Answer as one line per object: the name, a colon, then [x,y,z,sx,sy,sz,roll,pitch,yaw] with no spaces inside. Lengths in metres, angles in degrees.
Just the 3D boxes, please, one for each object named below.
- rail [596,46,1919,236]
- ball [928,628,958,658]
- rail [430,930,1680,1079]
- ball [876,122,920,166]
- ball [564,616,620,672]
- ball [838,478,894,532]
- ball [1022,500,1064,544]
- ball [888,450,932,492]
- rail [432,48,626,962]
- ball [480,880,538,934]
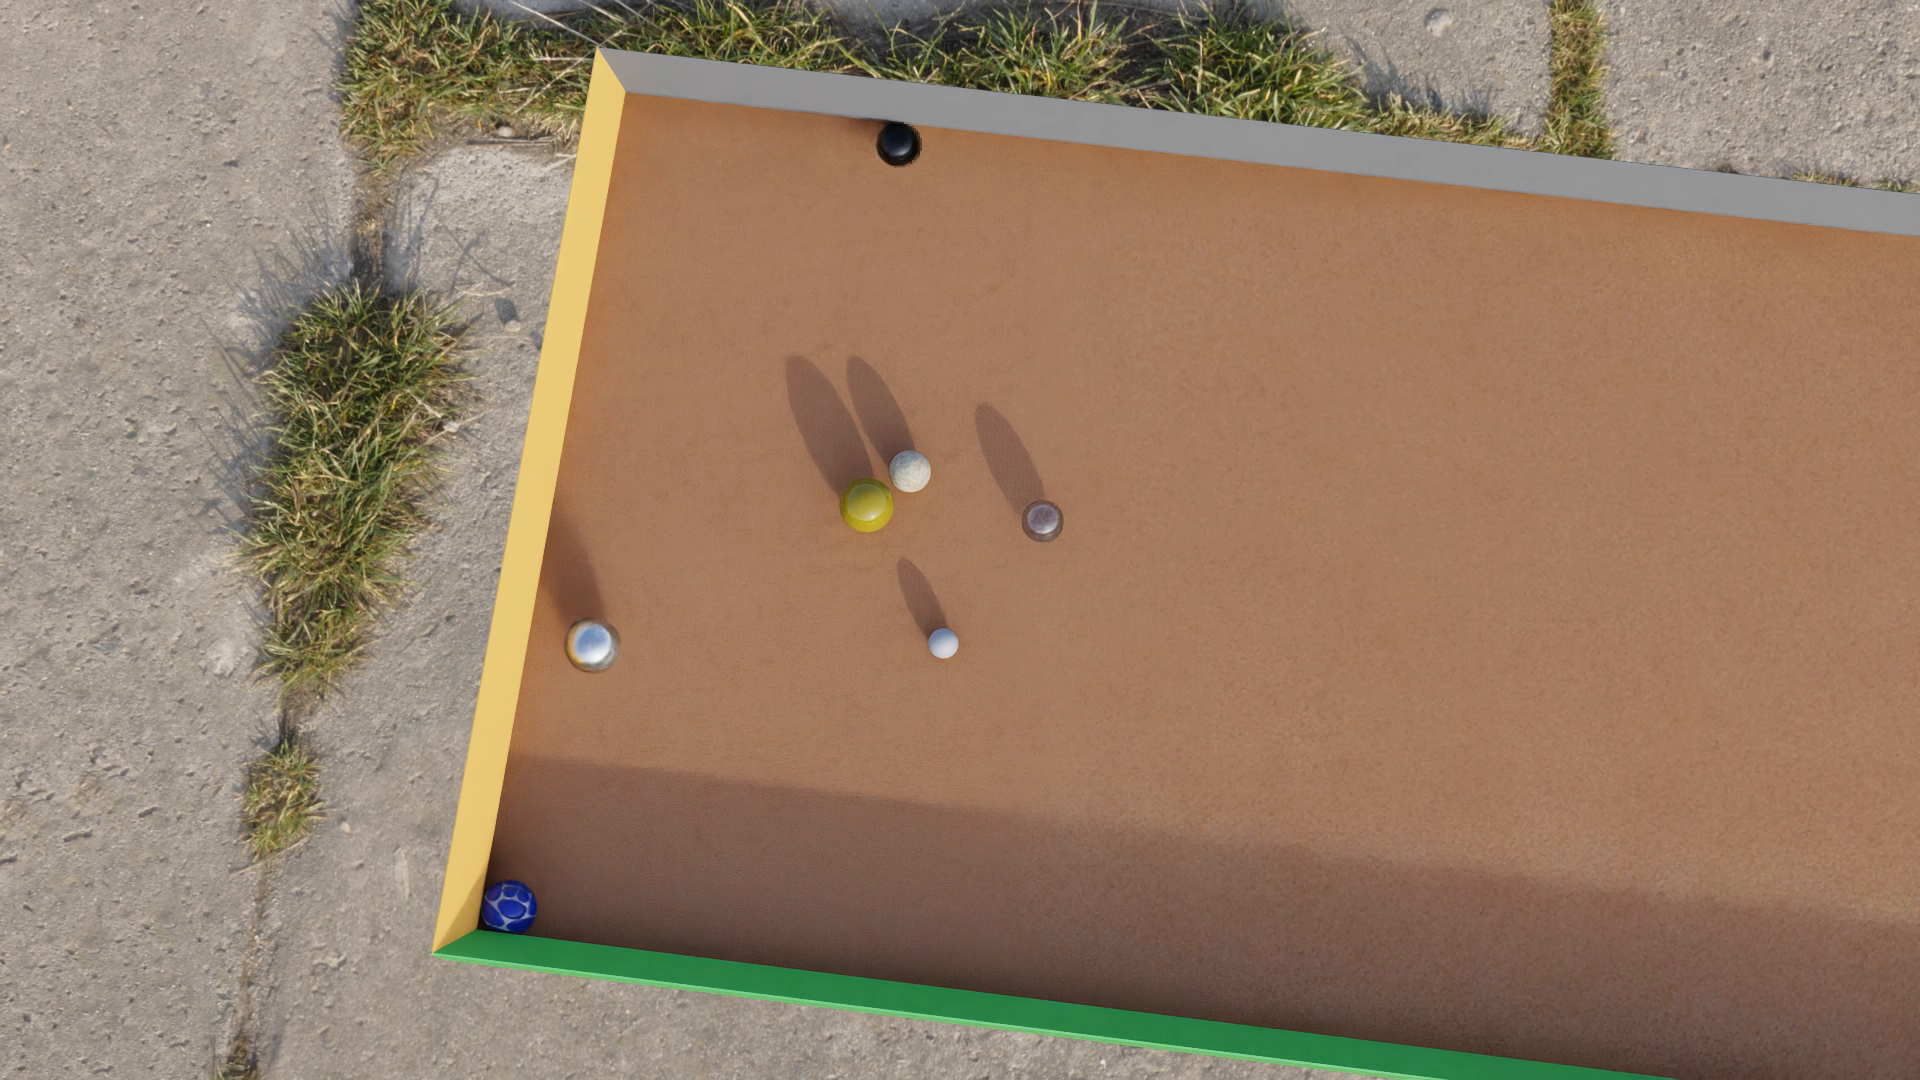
rail: [0.747,-0.589,3.488,2.673,0.110,0.045,7,75,2]
ball: [-0.025,0.156,3.320,0.046,0.046,0.046,0,75,0]
rail: [0.579,0.735,3.130,2.673,0.110,0.045,7,75,2]
ball: [-0.100,-0.633,3.522,0.069,0.069,0.069,0,75,0]
ball: [-0.552,0.157,3.300,0.085,0.085,0.085,0,75,0]
ball: [-0.142,-0.053,3.357,0.085,0.085,0.085,0,75,0]
ball: [0.126,-0.029,3.360,0.066,0.066,0.066,0,75,0]
ball: [-0.077,-0.106,3.381,0.065,0.065,0.065,0,75,0]
rail: [-0.640,-0.081,3.351,0.045,0.110,1.429,7,75,2]
ball: [-0.656,0.535,3.200,0.080,0.080,0.080,0,75,0]
